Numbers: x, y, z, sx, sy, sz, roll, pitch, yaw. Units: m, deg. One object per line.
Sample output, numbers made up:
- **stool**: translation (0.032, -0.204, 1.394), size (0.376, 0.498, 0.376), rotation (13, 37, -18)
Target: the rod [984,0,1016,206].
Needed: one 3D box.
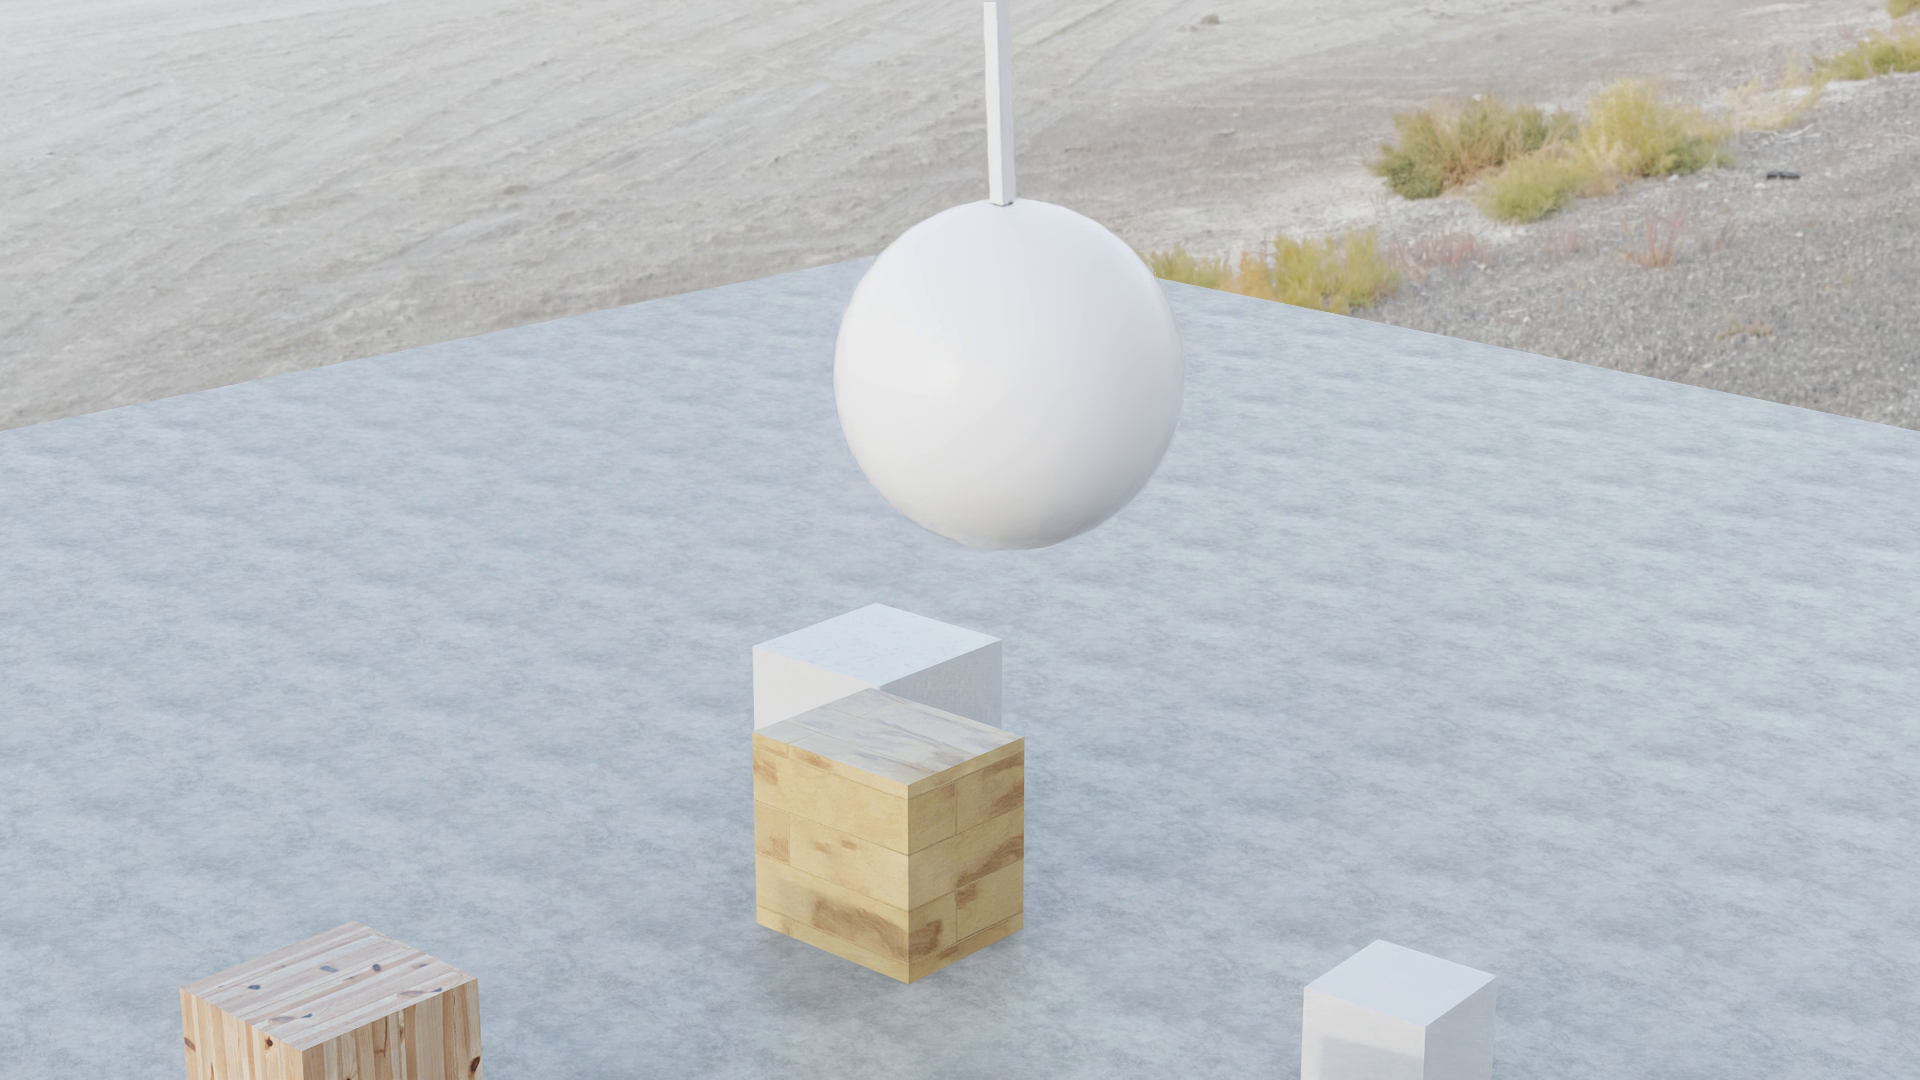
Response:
- **rod**: translation (0.095, -3.953, 12.199), size (0.080, 5.200, 0.080), rotation (17, 27, 42)

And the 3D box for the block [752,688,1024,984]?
- **block**: translation (-0.310, 1.270, 12.796), size (0.916, 0.905, 0.741), rotation (15, 23, 40)

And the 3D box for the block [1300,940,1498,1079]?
- **block**: translation (1.696, 1.937, 11.342), size (0.531, 0.504, 0.548), rotation (13, 22, 37)

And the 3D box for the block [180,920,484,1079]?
- **block**: translation (-2.307, 1.972, 10.834), size (0.743, 0.741, 0.780), rotation (15, 23, 40)

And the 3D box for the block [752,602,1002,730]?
- **block**: translation (-0.387, 0.910, 13.965), size (0.816, 0.891, 0.852), rotation (15, 23, 39)

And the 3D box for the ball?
- **ball**: translation (0.220, -0.751, 13.336), size (1.600, 1.600, 1.600), rotation (0, 17, 0)
